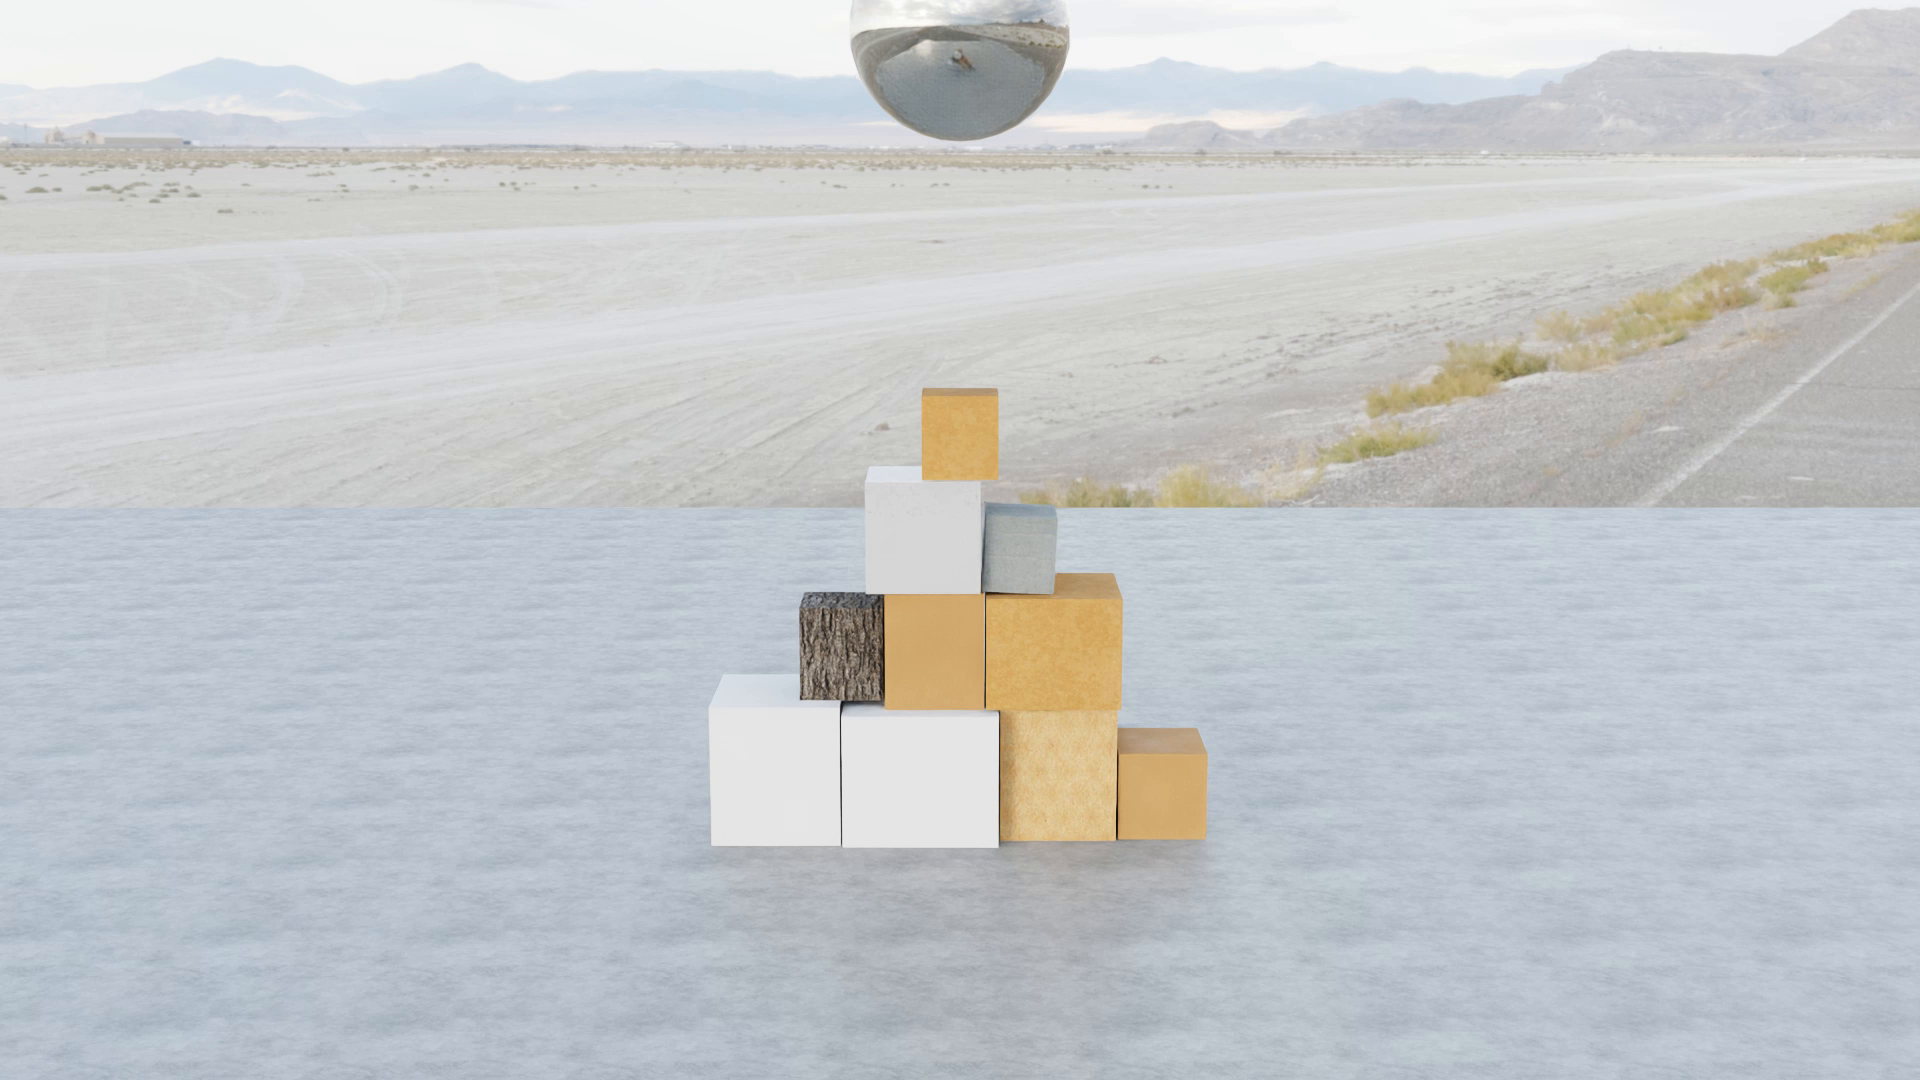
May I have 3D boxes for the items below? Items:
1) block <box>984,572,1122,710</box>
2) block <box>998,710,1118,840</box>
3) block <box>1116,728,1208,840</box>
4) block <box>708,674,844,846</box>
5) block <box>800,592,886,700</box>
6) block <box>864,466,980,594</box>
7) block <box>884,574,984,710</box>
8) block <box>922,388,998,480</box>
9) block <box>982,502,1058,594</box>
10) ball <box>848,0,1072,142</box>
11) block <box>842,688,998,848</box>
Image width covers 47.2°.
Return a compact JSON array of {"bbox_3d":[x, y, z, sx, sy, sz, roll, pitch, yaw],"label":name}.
[{"bbox_3d":[0.469,0.512,11.288,0.678,0.566,0.677,0,10,0],"label":"block"},{"bbox_3d":[0.497,1.133,11.393,0.588,0.694,0.591,0,10,0],"label":"block"},{"bbox_3d":[1.027,1.257,11.405,0.451,0.446,0.515,0,10,0],"label":"block"},{"bbox_3d":[-0.927,1.127,11.366,0.652,0.717,0.696,0,10,0],"label":"block"},{"bbox_3d":[-0.596,0.540,11.264,0.421,0.474,0.413,0,10,0],"label":"block"},{"bbox_3d":[-0.184,-0.056,11.159,0.570,0.563,0.540,0,10,0],"label":"block"},{"bbox_3d":[-0.128,0.516,11.264,0.497,0.599,0.510,0,10,0],"label":"block"},{"bbox_3d":[0.000,-0.537,11.062,0.380,0.418,0.363,0,10,0],"label":"block"},{"bbox_3d":[0.299,0.040,11.175,0.358,0.386,0.415,3,10,0],"label":"block"},{"bbox_3d":[0.000,-3.662,15.754,1.600,1.600,1.600,0,10,0],"label":"ball"},{"bbox_3d":[-0.199,1.142,11.393,0.784,0.678,0.802,0,10,0],"label":"block"}]
